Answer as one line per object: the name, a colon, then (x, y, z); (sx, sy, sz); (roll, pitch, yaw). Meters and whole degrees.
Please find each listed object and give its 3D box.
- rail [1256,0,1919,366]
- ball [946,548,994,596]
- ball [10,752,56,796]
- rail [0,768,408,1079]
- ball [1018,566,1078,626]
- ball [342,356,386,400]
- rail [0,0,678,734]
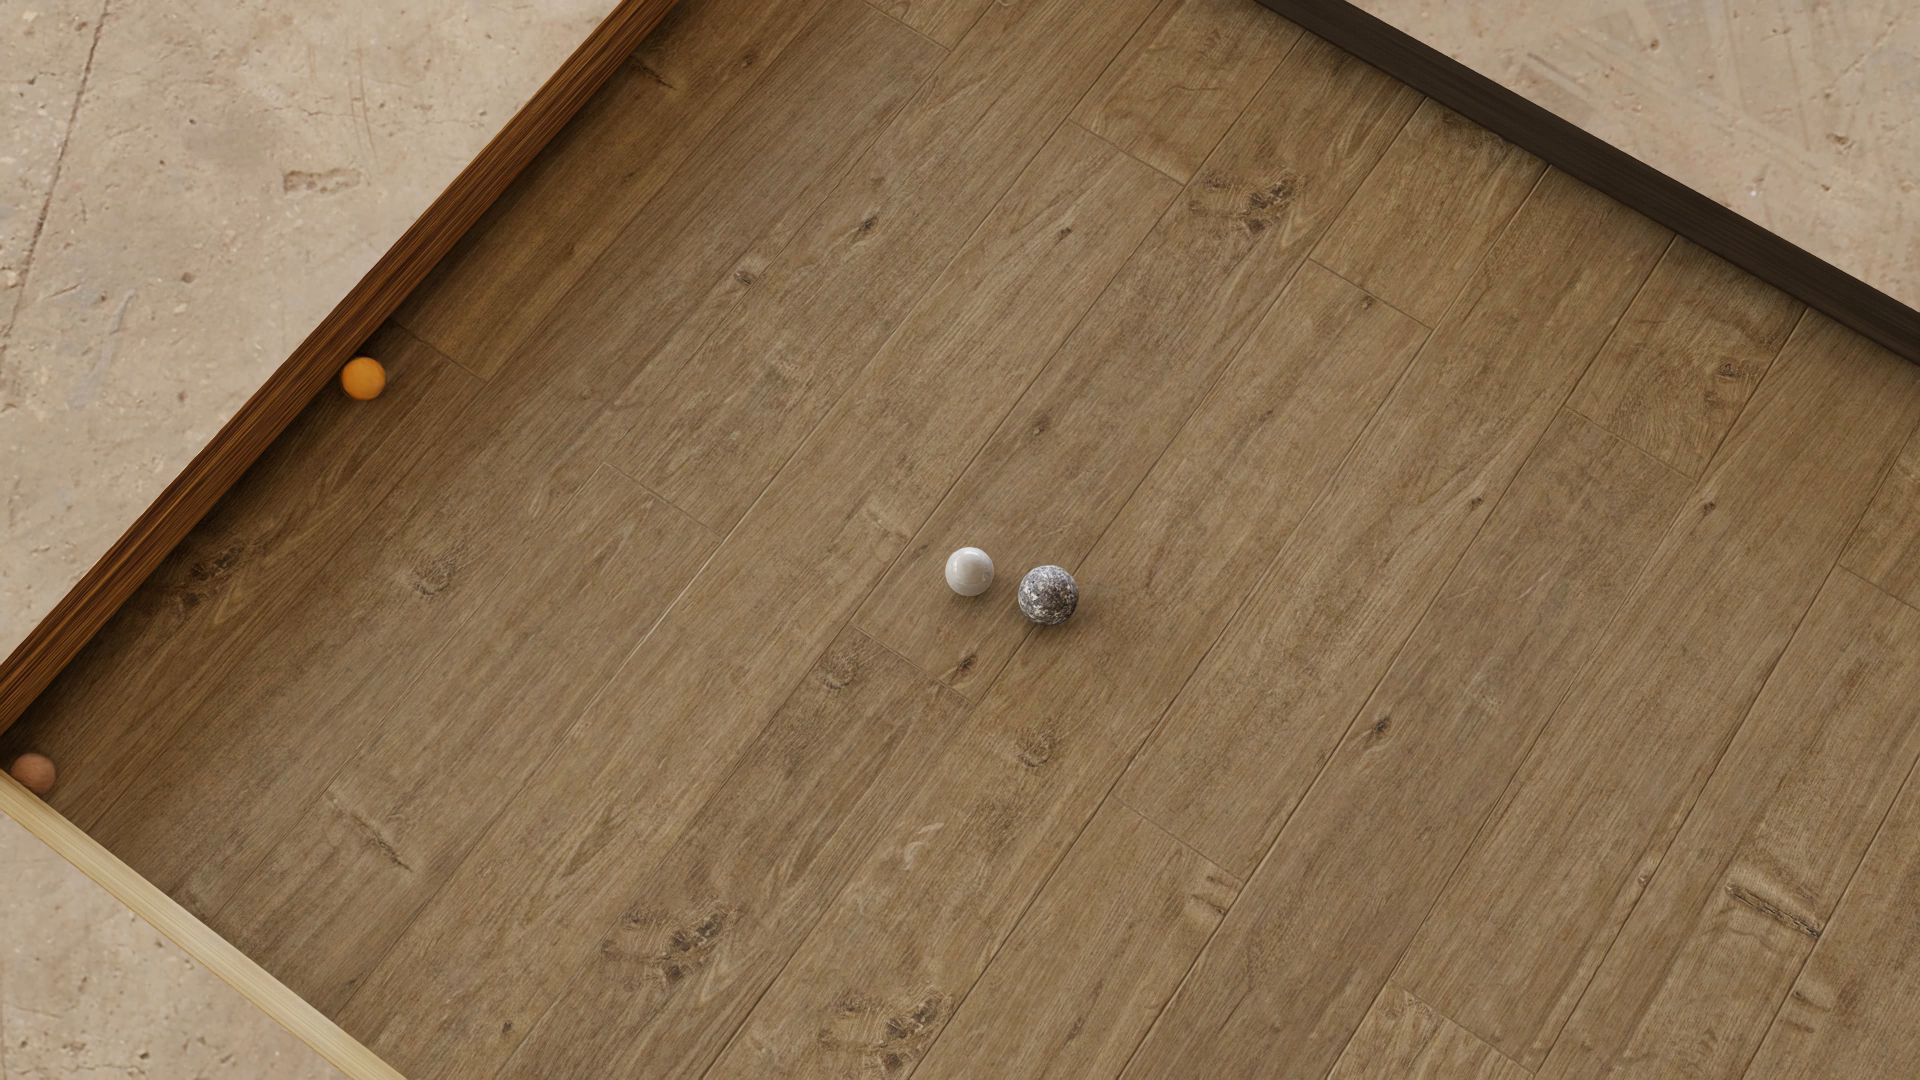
rail: (1.545, -0.340, 3.657); (4.234, 0.126, 0.045); (33, 70, 13)
ball: (0.015, 0.050, 3.510); (0.079, 0.079, 0.079); (0, 66, 0)
ball: (-1.425, 0.360, 3.380); (0.066, 0.066, 0.066); (0, 66, 0)
rail: (0.189, 1.430, 2.872); (4.234, 0.126, 0.045); (33, 70, 13)
ball: (0.140, 0.088, 3.484); (0.097, 0.097, 0.097); (0, 66, 0)
ball: (-0.991, -0.269, 3.655); (0.072, 0.072, 0.072); (0, 66, 0)
rail: (-0.848, -0.552, 3.751); (0.045, 0.126, 2.411); (33, 70, 13)
